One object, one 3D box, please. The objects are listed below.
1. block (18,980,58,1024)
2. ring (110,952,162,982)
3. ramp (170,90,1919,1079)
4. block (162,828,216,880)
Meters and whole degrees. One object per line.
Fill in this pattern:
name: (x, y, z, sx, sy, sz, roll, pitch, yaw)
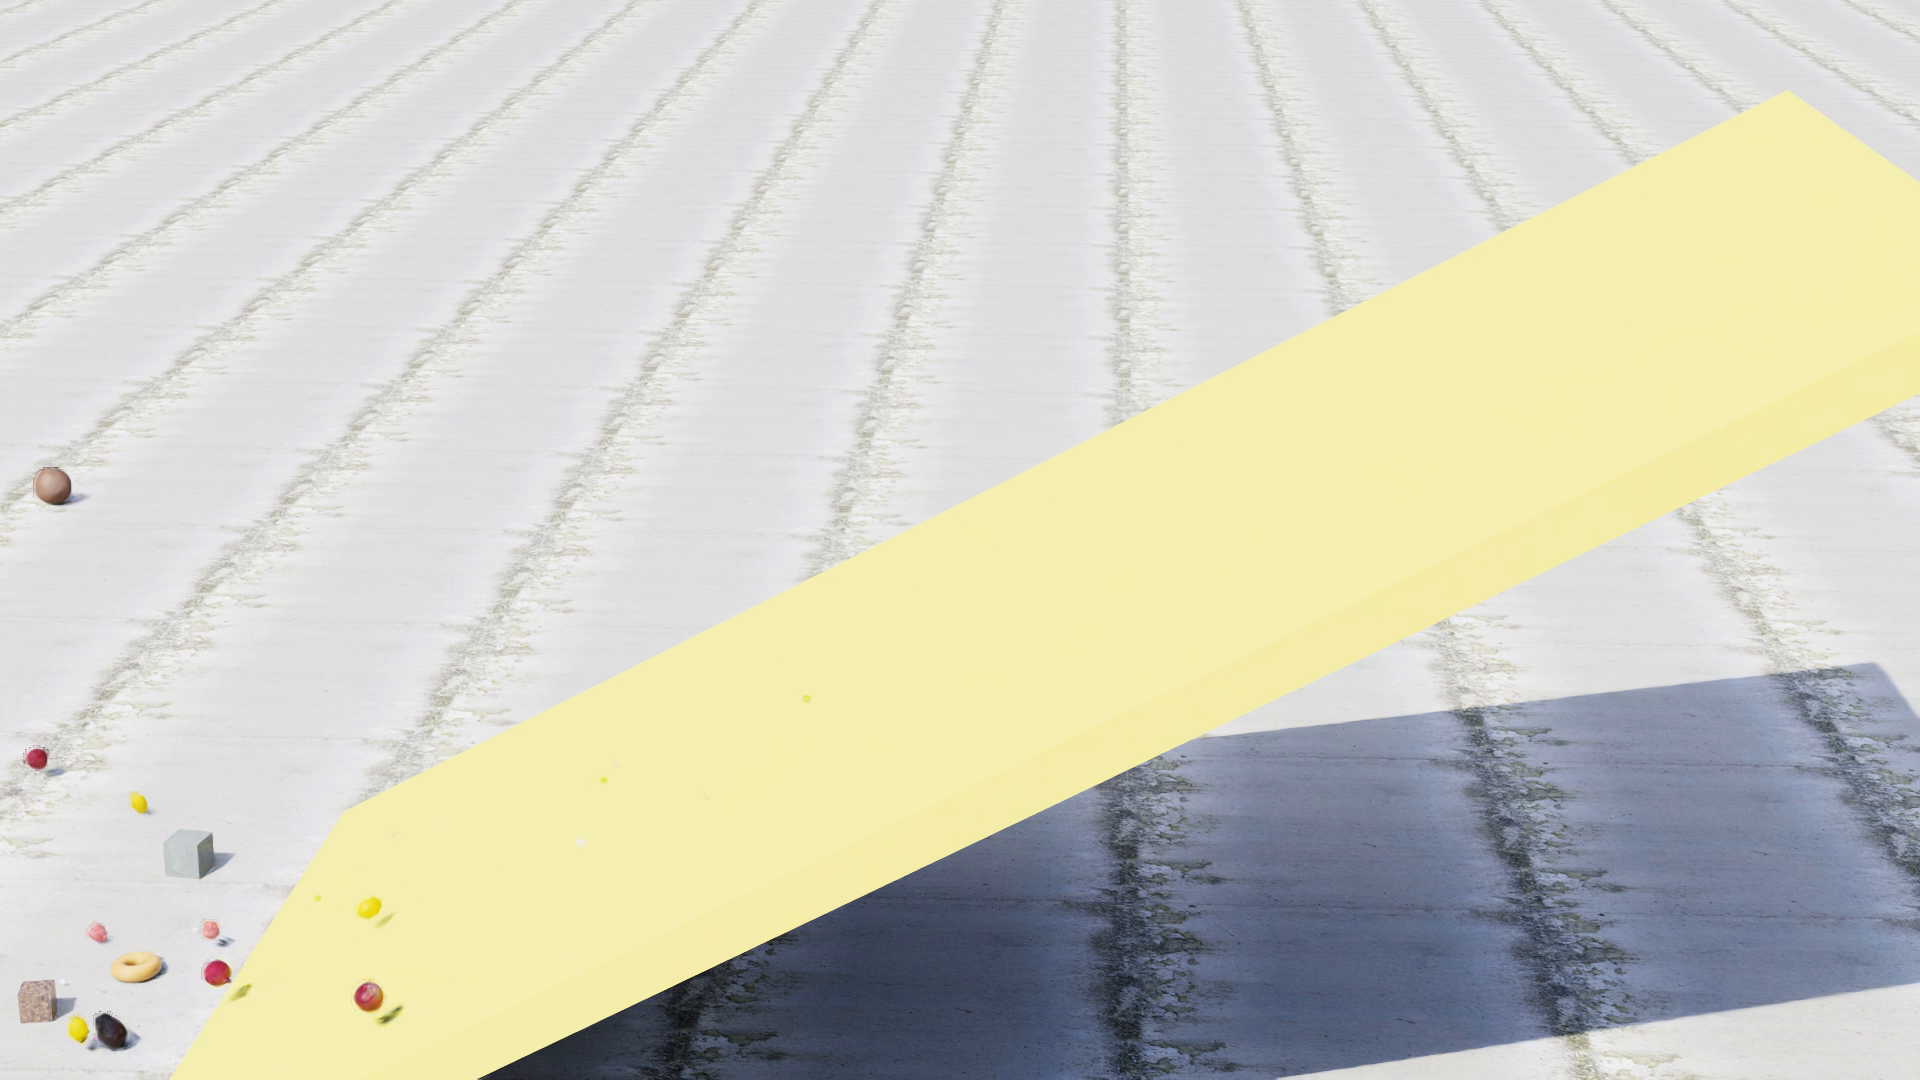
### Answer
block: (-2.091, 1.046, 6.668, 0.071, 0.071, 0.071, -2, 18, -7)
ring: (-1.926, 0.998, 6.877, 0.117, 0.039, 0.117, -1, 18, 0)
ramp: (0.141, 0.167, 6.281, 4.000, 0.100, 2.000, -26, 14, 11)
block: (-1.949, 0.794, 7.438, 0.091, 0.091, 0.091, 3, 18, 10)
